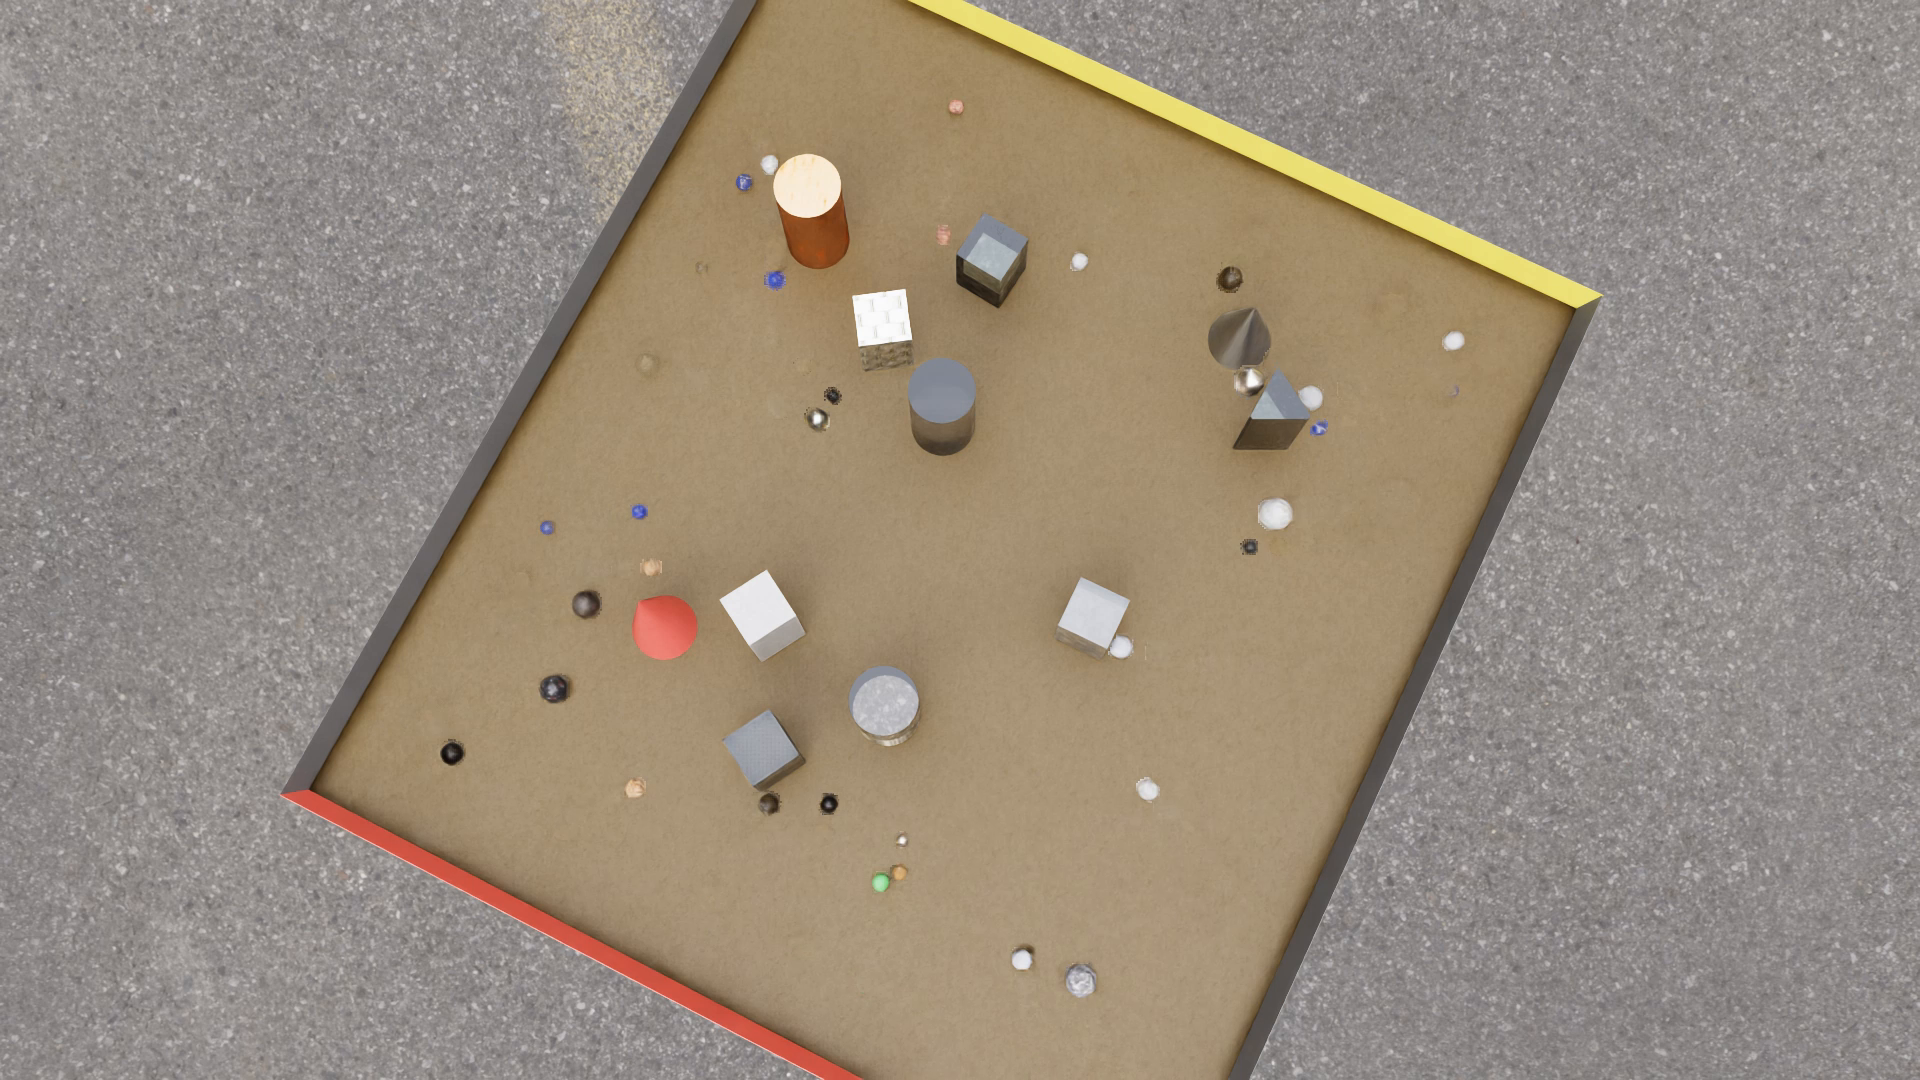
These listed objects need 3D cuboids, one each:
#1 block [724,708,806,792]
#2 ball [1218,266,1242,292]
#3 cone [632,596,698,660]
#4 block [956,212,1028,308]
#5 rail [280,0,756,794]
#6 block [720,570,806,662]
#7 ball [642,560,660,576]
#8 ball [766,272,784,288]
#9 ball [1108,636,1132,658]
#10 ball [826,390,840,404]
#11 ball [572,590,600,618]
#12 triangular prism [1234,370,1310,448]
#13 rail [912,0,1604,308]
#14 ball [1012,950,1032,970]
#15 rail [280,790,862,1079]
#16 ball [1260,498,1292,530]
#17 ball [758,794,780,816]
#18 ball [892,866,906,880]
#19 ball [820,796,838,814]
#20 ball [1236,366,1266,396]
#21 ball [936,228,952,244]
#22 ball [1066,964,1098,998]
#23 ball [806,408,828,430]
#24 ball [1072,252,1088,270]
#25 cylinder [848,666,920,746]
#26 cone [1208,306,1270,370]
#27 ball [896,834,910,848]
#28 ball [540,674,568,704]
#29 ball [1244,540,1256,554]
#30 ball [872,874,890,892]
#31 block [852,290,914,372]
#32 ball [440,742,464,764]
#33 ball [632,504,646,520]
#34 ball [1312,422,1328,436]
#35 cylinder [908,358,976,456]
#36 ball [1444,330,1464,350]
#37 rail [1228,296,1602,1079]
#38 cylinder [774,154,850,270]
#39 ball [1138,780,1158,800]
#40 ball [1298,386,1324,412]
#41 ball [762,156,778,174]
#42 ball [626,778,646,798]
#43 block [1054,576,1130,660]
[{"bbox_3d":[-0.568,0.618,5.353,0.159,0.266,0.159,-33,80,-7],"label":"block"},{"bbox_3d":[0.848,-0.819,5.747,0.078,0.078,0.078,0,78,0],"label":"ball"},{"bbox_3d":[-0.896,0.218,5.333,0.198,0.467,0.198,0,78,0],"label":"cone"},{"bbox_3d":[0.098,-0.861,5.663,0.159,0.259,0.159,32,80,6],"label":"block"},{"bbox_3d":[-1.258,-0.609,5.676,0.045,0.129,3.139,26,80,5],"label":"rail"},{"bbox_3d":[-0.576,0.228,5.393,0.159,0.346,0.159,-33,80,-6],"label":"block"},{"bbox_3d":[-0.938,0.085,5.573,0.052,0.052,0.052,0,78,0],"label":"ball"},{"bbox_3d":[-0.580,-0.817,5.758,0.054,0.054,0.054,0,78,0],"label":"ball"},{"bbox_3d":[0.483,0.322,5.511,0.071,0.071,0.071,0,78,0],"label":"ball"},{"bbox_3d":[-0.394,-0.445,5.687,0.042,0.042,0.042,0,78,0],"label":"ball"},{"bbox_3d":[-1.130,0.195,5.532,0.086,0.086,0.086,0,78,0],"label":"ball"},{"bbox_3d":[0.931,-0.392,5.515,0.172,0.358,0.149,0,78,0],"label":"triangular prism"},{"bbox_3d":[0.691,-1.347,5.829,2.860,0.129,0.045,26,80,5],"label":"rail"},{"bbox_3d":[0.180,1.221,5.333,0.060,0.060,0.060,0,78,0],"label":"ball"},{"bbox_3d":[-0.691,1.361,5.268,2.860,0.129,0.045,26,80,5],"label":"rail"},{"bbox_3d":[0.963,-0.080,5.583,0.099,0.099,0.099,0,78,0],"label":"ball"},{"bbox_3d":[-0.566,0.782,5.423,0.062,0.062,0.062,0,78,0],"label":"ball"},{"bbox_3d":[-0.178,0.981,5.392,0.042,0.042,0.042,0,78,0],"label":"ball"},{"bbox_3d":[-0.389,0.783,5.427,0.053,0.053,0.053,0,78,0],"label":"ball"},{"bbox_3d":[0.901,-0.490,5.670,0.092,0.092,0.092,0,78,0],"label":"ball"},{"bbox_3d":[-0.051,-0.962,5.791,0.048,0.048,0.048,0,78,0],"label":"ball"},{"bbox_3d":[0.351,1.277,5.305,0.092,0.092,0.092,0,78,0],"label":"ball"},{"bbox_3d":[-0.440,-0.372,5.658,0.070,0.070,0.070,0,78,0],"label":"ball"},{"bbox_3d":[0.378,-0.878,5.771,0.053,0.053,0.053,0,78,0],"label":"ball"},{"bbox_3d":[-0.217,0.487,5.351,0.198,0.323,0.198,0,78,0],"label":"cylinder"},{"bbox_3d":[0.876,-0.658,5.587,0.198,0.325,0.198,0,78,0],"label":"cone"},{"bbox_3d":[-0.170,0.889,5.412,0.041,0.041,0.041,0,78,0],"label":"ball"},{"bbox_3d":[-1.214,0.446,5.480,0.086,0.086,0.086,0,78,0],"label":"ball"},{"bbox_3d":[0.885,0.023,5.591,0.041,0.041,0.041,0,78,0],"label":"ball"},{"bbox_3d":[-0.232,1.006,5.383,0.050,0.050,0.050,0,78,0],"label":"ball"},{"bbox_3d":[-0.233,-0.639,5.614,0.159,0.264,0.159,-8,78,-2],"label":"block"},{"bbox_3d":[-1.510,0.635,5.451,0.067,0.067,0.067,0,78,0],"label":"ball"},{"bbox_3d":[-0.983,-0.086,5.612,0.045,0.045,0.045,0,78,0],"label":"ball"},{"bbox_3d":[1.111,-0.345,5.665,0.046,0.046,0.046,0,78,0],"label":"ball"},{"bbox_3d":[-0.053,-0.396,5.505,0.198,0.379,0.198,0,78,0],"label":"cylinder"},{"bbox_3d":[1.542,-0.621,5.714,0.060,0.060,0.060,0,78,0],"label":"ball"},{"bbox_3d":[1.258,0.623,5.421,0.045,0.129,3.139,26,80,5],"label":"rail"},{"bbox_3d":[-0.449,-0.997,5.600,0.198,0.436,0.198,0,78,0],"label":"cylinder"},{"bbox_3d":[0.559,0.742,5.432,0.061,0.061,0.061,0,78,0],"label":"ball"},{"bbox_3d":[1.083,-0.438,5.667,0.078,0.078,0.078,0,78,0],"label":"ball"},{"bbox_3d":[-0.605,-1.196,5.835,0.056,0.056,0.056,0,78,0],"label":"ball"},{"bbox_3d":[-0.964,0.737,5.434,0.058,0.058,0.058,0,78,0],"label":"ball"},{"bbox_3d":[0.390,0.236,5.443,0.159,0.244,0.159,25,79,5],"label":"block"}]
